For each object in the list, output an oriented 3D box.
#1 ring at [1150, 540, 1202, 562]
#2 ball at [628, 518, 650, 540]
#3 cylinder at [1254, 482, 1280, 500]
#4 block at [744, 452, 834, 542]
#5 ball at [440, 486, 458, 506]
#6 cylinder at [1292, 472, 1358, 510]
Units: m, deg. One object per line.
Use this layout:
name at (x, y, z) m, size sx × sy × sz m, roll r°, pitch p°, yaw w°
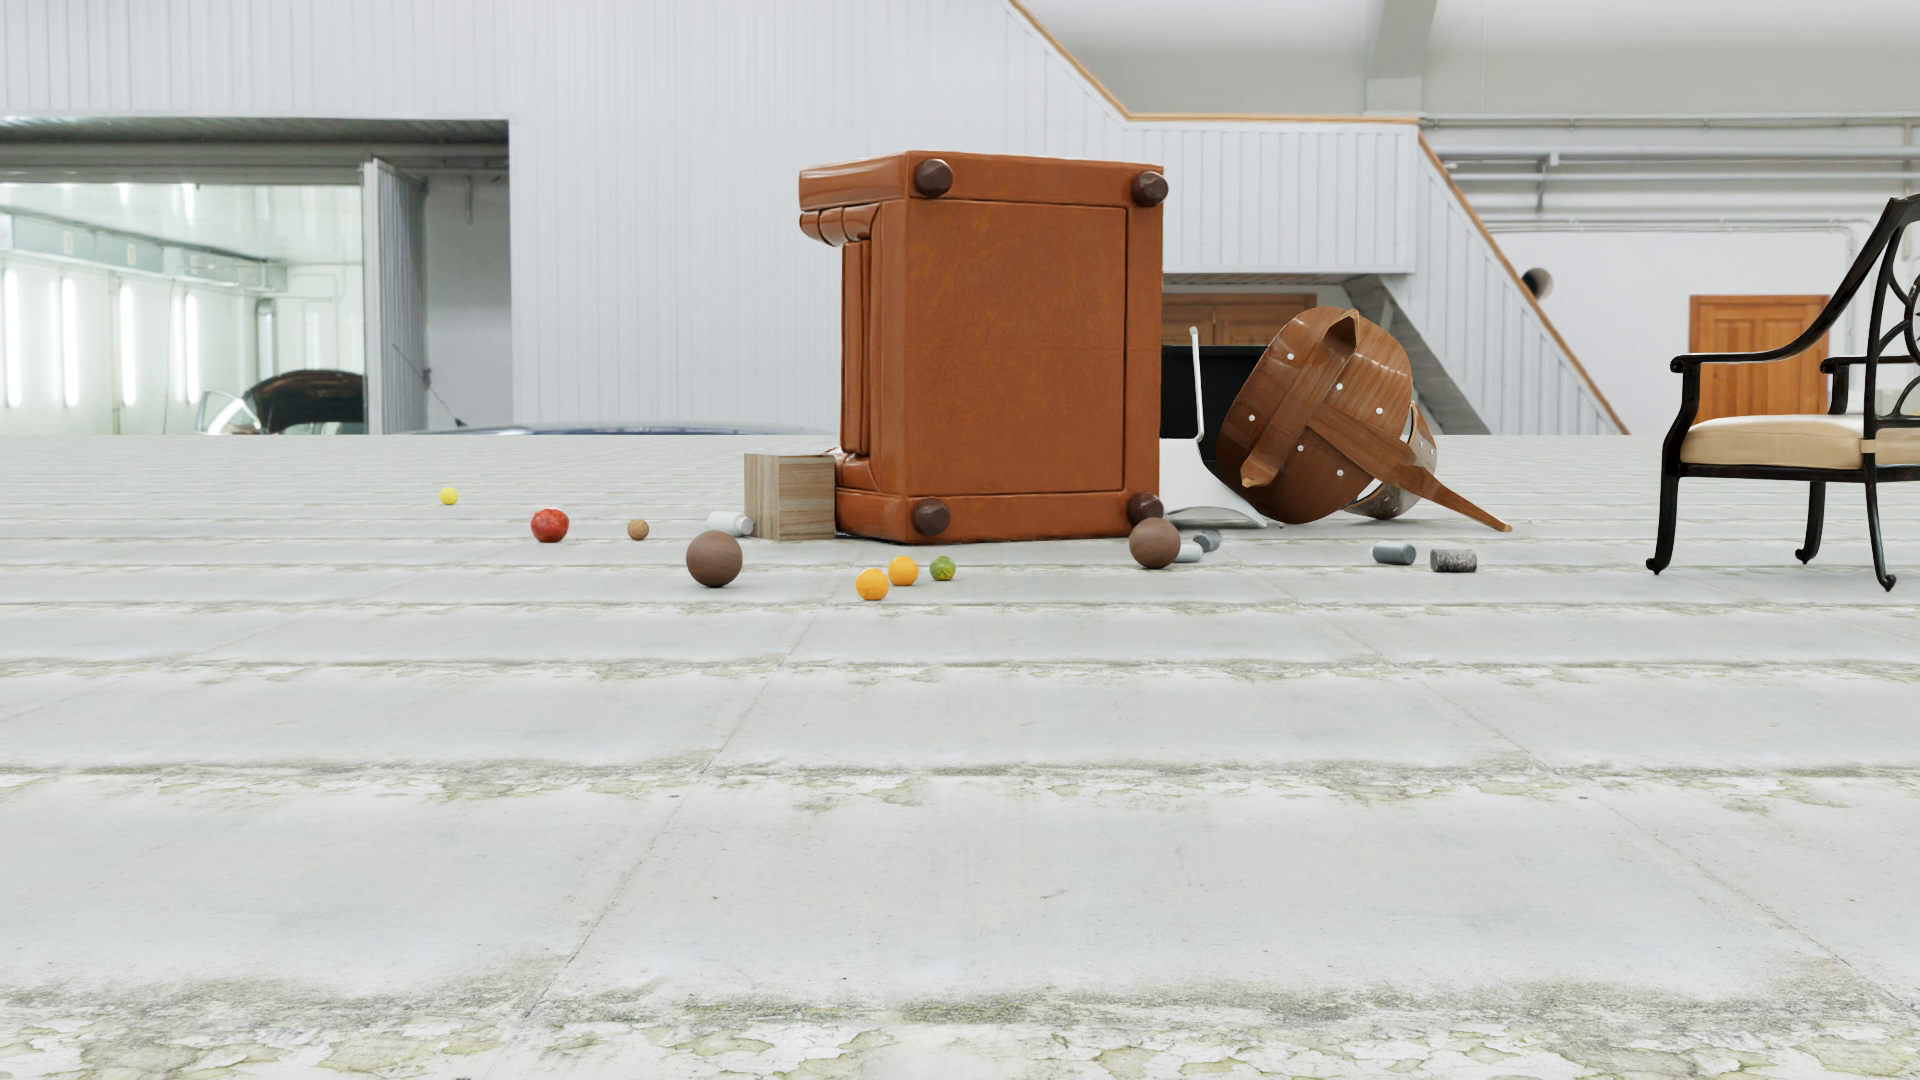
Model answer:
ring at (0.568, 0.029, 5.786) m, size 0.133 × 0.047 × 0.309 m, roll -1°, pitch 3°, yaw -4°
ball at (-0.955, -0.031, 6.525) m, size 0.065 × 0.065 × 0.065 m, roll 0°, pitch 4°, yaw 0°
cylinder at (1.250, -0.197, 8.965) m, size 0.080 × 0.061 × 0.088 m, roll 17°, pitch 20°, yaw 28°
block at (-0.518, -0.134, 6.650) m, size 0.179 × 0.252 × 0.277 m, roll -2°, pitch 4°, yaw -27°
ball at (-1.977, -0.170, 8.508) m, size 0.070 × 0.070 × 0.070 m, roll 0°, pitch 4°, yaw 0°
cylinder at (1.377, -0.188, 8.289) m, size 0.117 × 0.136 × 0.275 m, roll 5°, pitch 1°, yaw -23°
